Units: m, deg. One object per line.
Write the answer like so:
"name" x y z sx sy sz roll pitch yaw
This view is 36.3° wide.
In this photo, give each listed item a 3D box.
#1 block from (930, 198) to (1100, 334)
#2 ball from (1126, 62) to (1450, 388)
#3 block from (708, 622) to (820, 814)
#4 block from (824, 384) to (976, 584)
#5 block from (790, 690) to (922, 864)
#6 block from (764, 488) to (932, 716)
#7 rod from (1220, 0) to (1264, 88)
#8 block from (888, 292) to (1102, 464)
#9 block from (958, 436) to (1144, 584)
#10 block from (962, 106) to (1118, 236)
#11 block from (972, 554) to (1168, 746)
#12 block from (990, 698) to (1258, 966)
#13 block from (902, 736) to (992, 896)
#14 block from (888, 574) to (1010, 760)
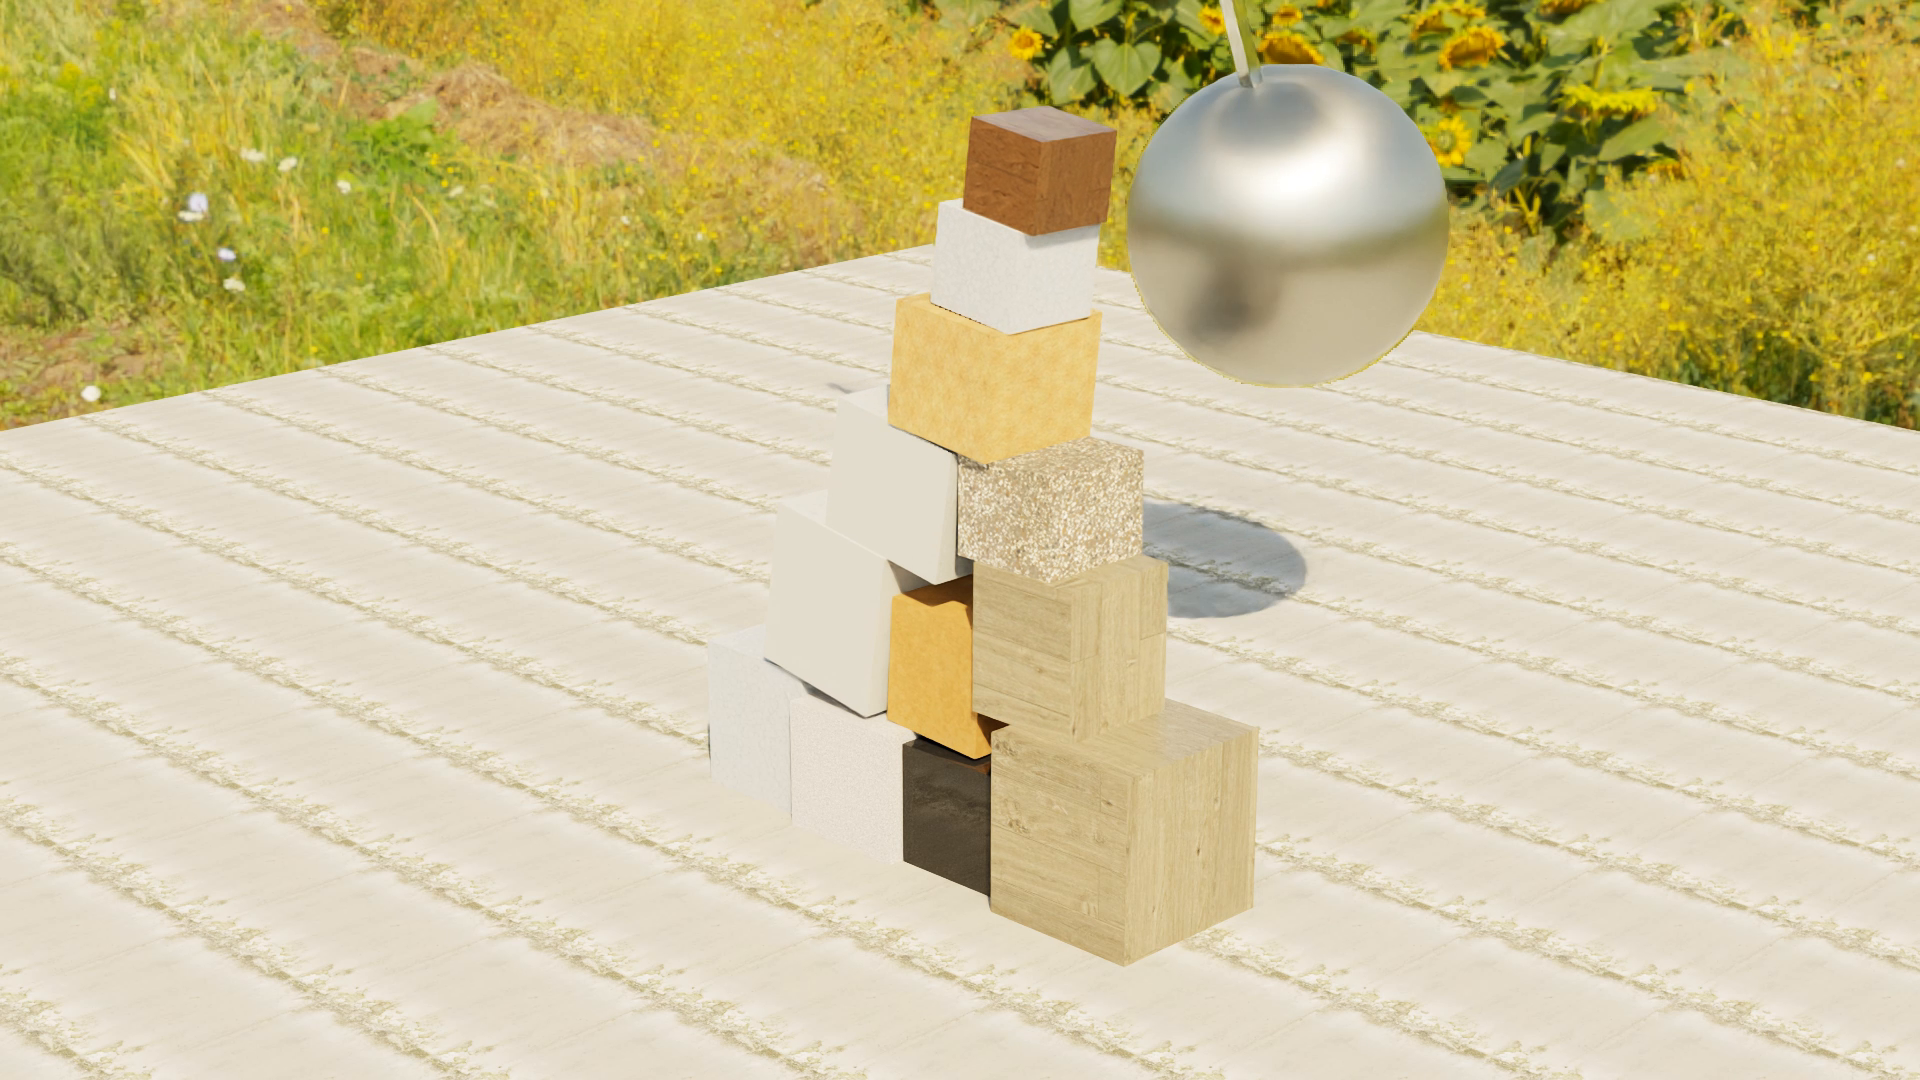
"block" 0.239 -1.212 12.681 0.503 0.452 0.486 -16 31 -42
"ball" 1.623 -1.559 14.553 1.600 1.600 1.600 0 17 0
"block" -0.774 0.850 14.410 0.687 0.738 0.614 17 24 42
"block" -0.096 -0.294 13.352 0.659 0.638 0.738 -17 33 -42
"block" -0.280 1.047 13.961 0.798 0.632 0.677 -17 24 -42
"block" -0.408 0.250 13.828 0.658 0.806 0.725 -17 33 -42
"rod" 0.703 -4.280 12.734 0.080 5.200 0.080 17 46 42
"block" 0.152 -0.760 12.930 0.670 0.575 0.611 -16 30 -42
"block" 0.398 -0.163 12.888 0.601 0.473 0.550 -17 24 -42
"block" 0.338 -1.572 12.452 0.453 0.404 0.427 -16 31 -41
"block" 0.485 0.429 12.955 0.617 0.694 0.592 -16 24 -42
"block" 0.724 1.241 12.964 0.862 0.858 0.798 -17 24 -42
"block" 0.205 1.212 13.512 0.659 0.585 0.666 -17 24 -42
"block" 0.066 0.566 13.452 0.528 0.610 0.574 -17 28 -42
